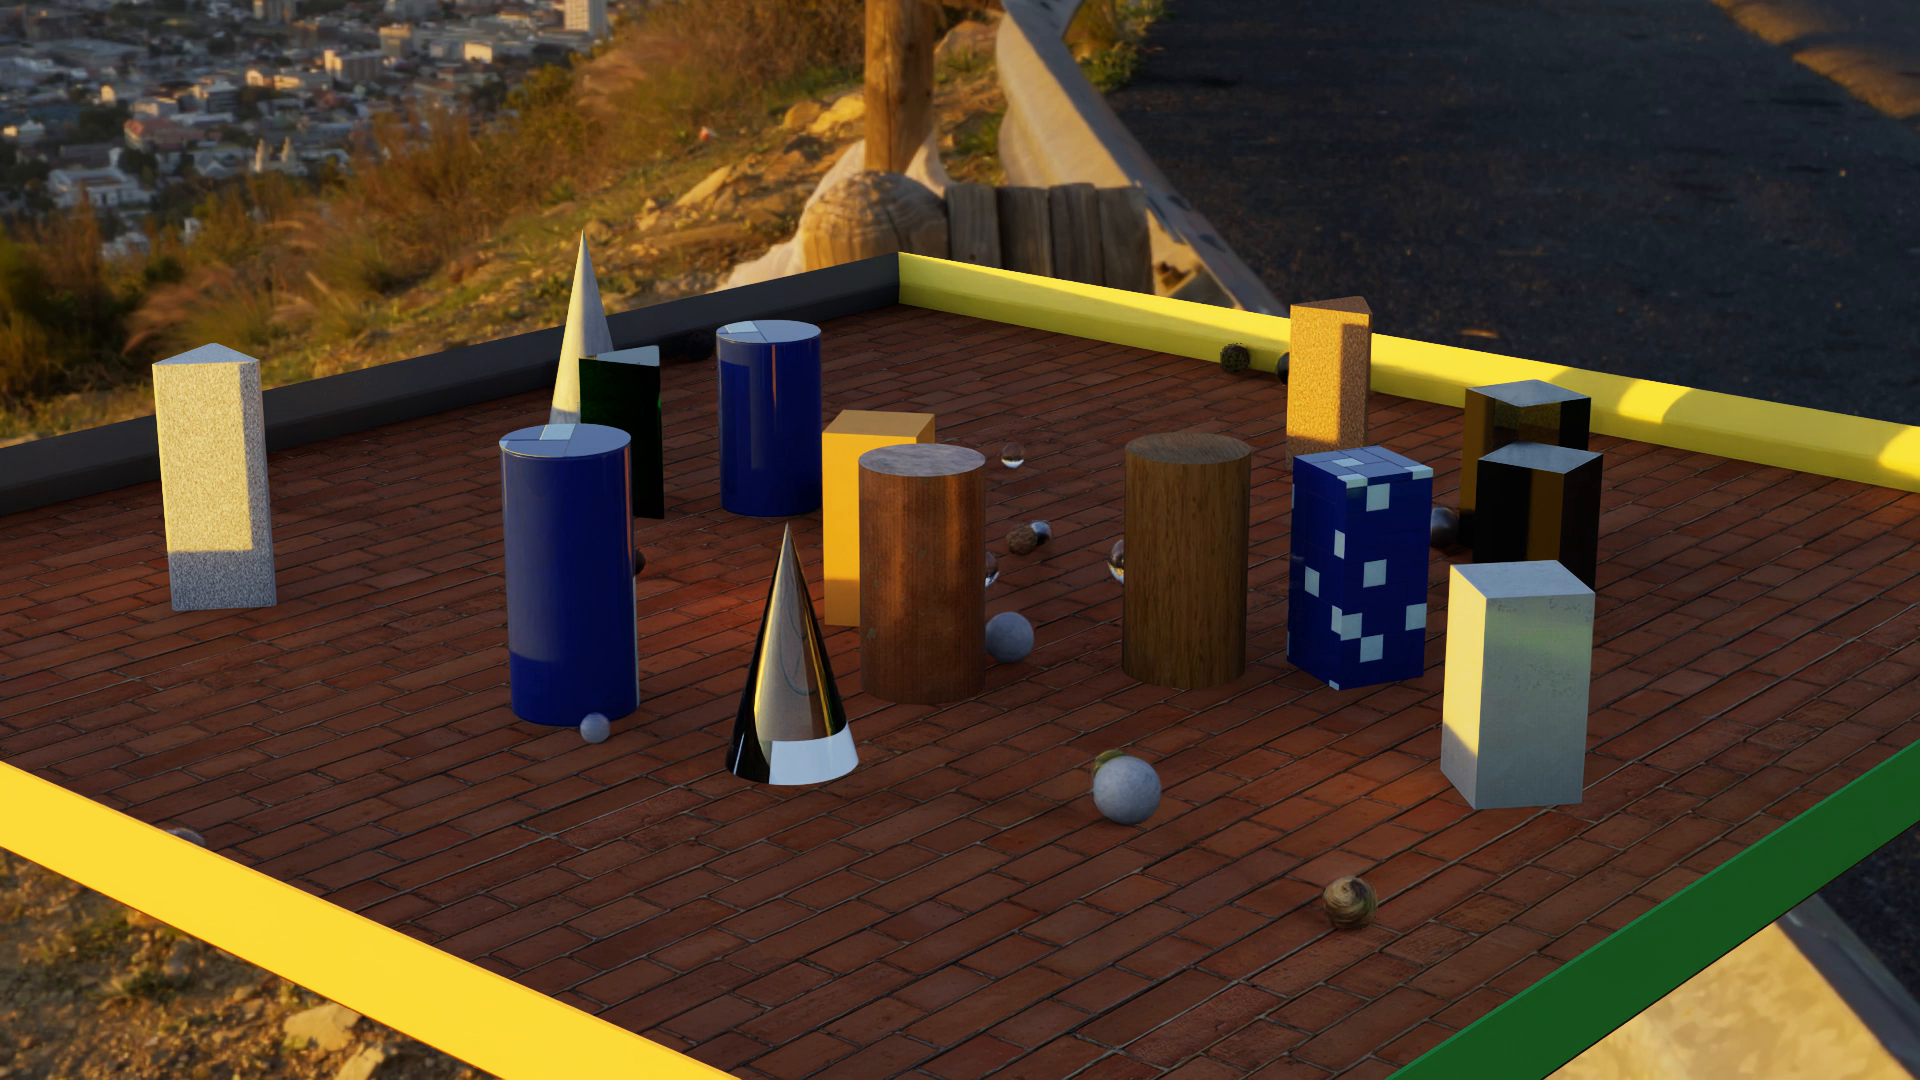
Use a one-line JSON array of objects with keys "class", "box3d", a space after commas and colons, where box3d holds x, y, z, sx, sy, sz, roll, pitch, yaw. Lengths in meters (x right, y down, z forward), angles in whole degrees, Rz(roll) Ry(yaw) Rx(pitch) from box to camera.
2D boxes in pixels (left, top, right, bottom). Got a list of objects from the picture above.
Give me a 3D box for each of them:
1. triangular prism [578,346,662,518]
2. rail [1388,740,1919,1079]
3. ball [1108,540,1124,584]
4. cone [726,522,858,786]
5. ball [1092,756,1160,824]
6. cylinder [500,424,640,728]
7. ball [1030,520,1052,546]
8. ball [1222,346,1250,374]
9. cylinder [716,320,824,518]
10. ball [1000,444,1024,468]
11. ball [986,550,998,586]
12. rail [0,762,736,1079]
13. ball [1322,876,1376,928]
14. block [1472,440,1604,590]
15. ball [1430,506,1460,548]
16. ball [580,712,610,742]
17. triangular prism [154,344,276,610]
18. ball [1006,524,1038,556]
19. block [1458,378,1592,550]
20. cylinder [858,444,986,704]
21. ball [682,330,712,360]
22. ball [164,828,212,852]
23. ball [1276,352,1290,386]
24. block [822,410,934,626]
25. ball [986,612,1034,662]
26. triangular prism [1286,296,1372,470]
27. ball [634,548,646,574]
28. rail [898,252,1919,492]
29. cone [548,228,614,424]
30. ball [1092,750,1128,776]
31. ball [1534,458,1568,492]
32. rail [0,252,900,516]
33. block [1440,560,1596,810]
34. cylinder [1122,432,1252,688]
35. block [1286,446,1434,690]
[{"class": "triangular prism", "box3d": [-0.617, -0.213, 5.643, 0.173, 0.300, 0.150, 7, 18, 22]}, {"class": "rail", "box3d": [1.273, 0.351, 4.062, 0.045, 0.130, 3.459, 14, 22, 39]}, {"class": "ball", "box3d": [0.304, 0.037, 5.187, 0.084, 0.084, 0.084, 0, 17, 0]}, {"class": "cone", "box3d": [-0.250, 0.150, 4.312, 0.200, 0.373, 0.200, 0, 17, 0]}, {"class": "ball", "box3d": [0.234, 0.351, 4.125, 0.095, 0.095, 0.095, 0, 17, 0]}, {"class": "cylinder", "box3d": [-0.602, 0.053, 4.532, 0.200, 0.430, 0.200, 0, 17, 0]}, {"class": "ball", "box3d": [0.146, -0.013, 5.420, 0.045, 0.045, 0.045, 0, 17, 0]}, {"class": "ball", "box3d": [0.631, -0.413, 6.714, 0.066, 0.066, 0.066, 0, 17, 0]}, {"class": "cylinder", "box3d": [-0.365, -0.235, 5.642, 0.200, 0.342, 0.200, 0, 17, 0]}, {"class": "ball", "box3d": [0.107, -0.170, 5.938, 0.047, 0.047, 0.047, 0, 17, 0]}, {"class": "ball", "box3d": [0.032, 0.050, 5.171, 0.069, 0.069, 0.069, 0, 17, 0]}, {"class": "rail", "box3d": [-1.118, 0.404, 3.886, 3.418, 0.130, 0.045, 14, 22, 39]}, {"class": "ball", "box3d": [0.502, 0.468, 3.785, 0.068, 0.068, 0.068, 0, 17, 0]}, {"class": "block", "box3d": [0.997, -0.020, 5.072, 0.160, 0.259, 0.160, 12, 20, 34]}, {"class": "ball", "box3d": [0.883, -0.023, 5.400, 0.076, 0.076, 0.076, 0, 17, 0]}, {"class": "ball", "box3d": [-0.552, 0.284, 4.434, 0.046, 0.046, 0.046, 0, 17, 0]}, {"class": "triangular prism", "box3d": [-1.282, -0.112, 5.074, 0.173, 0.435, 0.150, -3, 17, -9]}, {"class": "ball", "box3d": [0.113, 0.000, 5.358, 0.057, 0.057, 0.057, 0, 17, 0]}, {"class": "block", "box3d": [1.031, -0.126, 5.362, 0.160, 0.295, 0.160, -8, 19, -26]}, {"class": "cylinder", "box3d": [-0.060, 0.052, 4.639, 0.200, 0.371, 0.200, 0, 17, 0]}, {"class": "ball", "box3d": [-0.613, -0.455, 6.849, 0.068, 0.068, 0.068, 0, 17, 0]}, {"class": "ball", "box3d": [-1.037, 0.424, 3.905, 0.082, 0.082, 0.082, 0, 17, 0]}, {"class": "ball", "box3d": [0.752, -0.385, 6.592, 0.082, 0.082, 0.082, 0, 17, 0]}, {"class": "block", "box3d": [-0.137, -0.036, 4.992, 0.160, 0.336, 0.160, 3, 17, 10]}, {"class": "ball", "box3d": [0.080, 0.159, 4.785, 0.083, 0.083, 0.083, 0, 17, 0]}, {"class": "triangular prism", "box3d": [0.771, -0.312, 5.906, 0.173, 0.338, 0.150, 10, 19, 29]}, {"class": "ball", "box3d": [-0.587, 0.039, 5.242, 0.048, 0.048, 0.048, 0, 17, 0]}, {"class": "rail", "box3d": [1.118, -0.339, 6.353, 3.418, 0.130, 0.045, 14, 22, 39]}, {"class": "cone", "box3d": [-0.758, -0.400, 5.962, 0.200, 0.474, 0.200, 0, 17, 0]}, {"class": "ball", "box3d": [0.223, 0.334, 4.240, 0.062, 0.062, 0.062, 0, 17, 0]}, {"class": "ball", "box3d": [1.164, -0.127, 5.763, 0.065, 0.065, 0.065, 0, 17, 0]}, {"class": "rail", "box3d": [-1.273, -0.286, 6.178, 0.045, 0.130, 3.459, 14, 22, 39]}, {"class": "block", "box3d": [0.800, 0.207, 4.220, 0.160, 0.317, 0.160, -3, 17, -8]}, {"class": "cylinder", "box3d": [0.363, 0.031, 4.712, 0.200, 0.370, 0.200, 0, 17, 0]}, {"class": "block", "box3d": [0.640, 0.043, 4.712, 0.160, 0.347, 0.160, -8, 18, -24]}]
